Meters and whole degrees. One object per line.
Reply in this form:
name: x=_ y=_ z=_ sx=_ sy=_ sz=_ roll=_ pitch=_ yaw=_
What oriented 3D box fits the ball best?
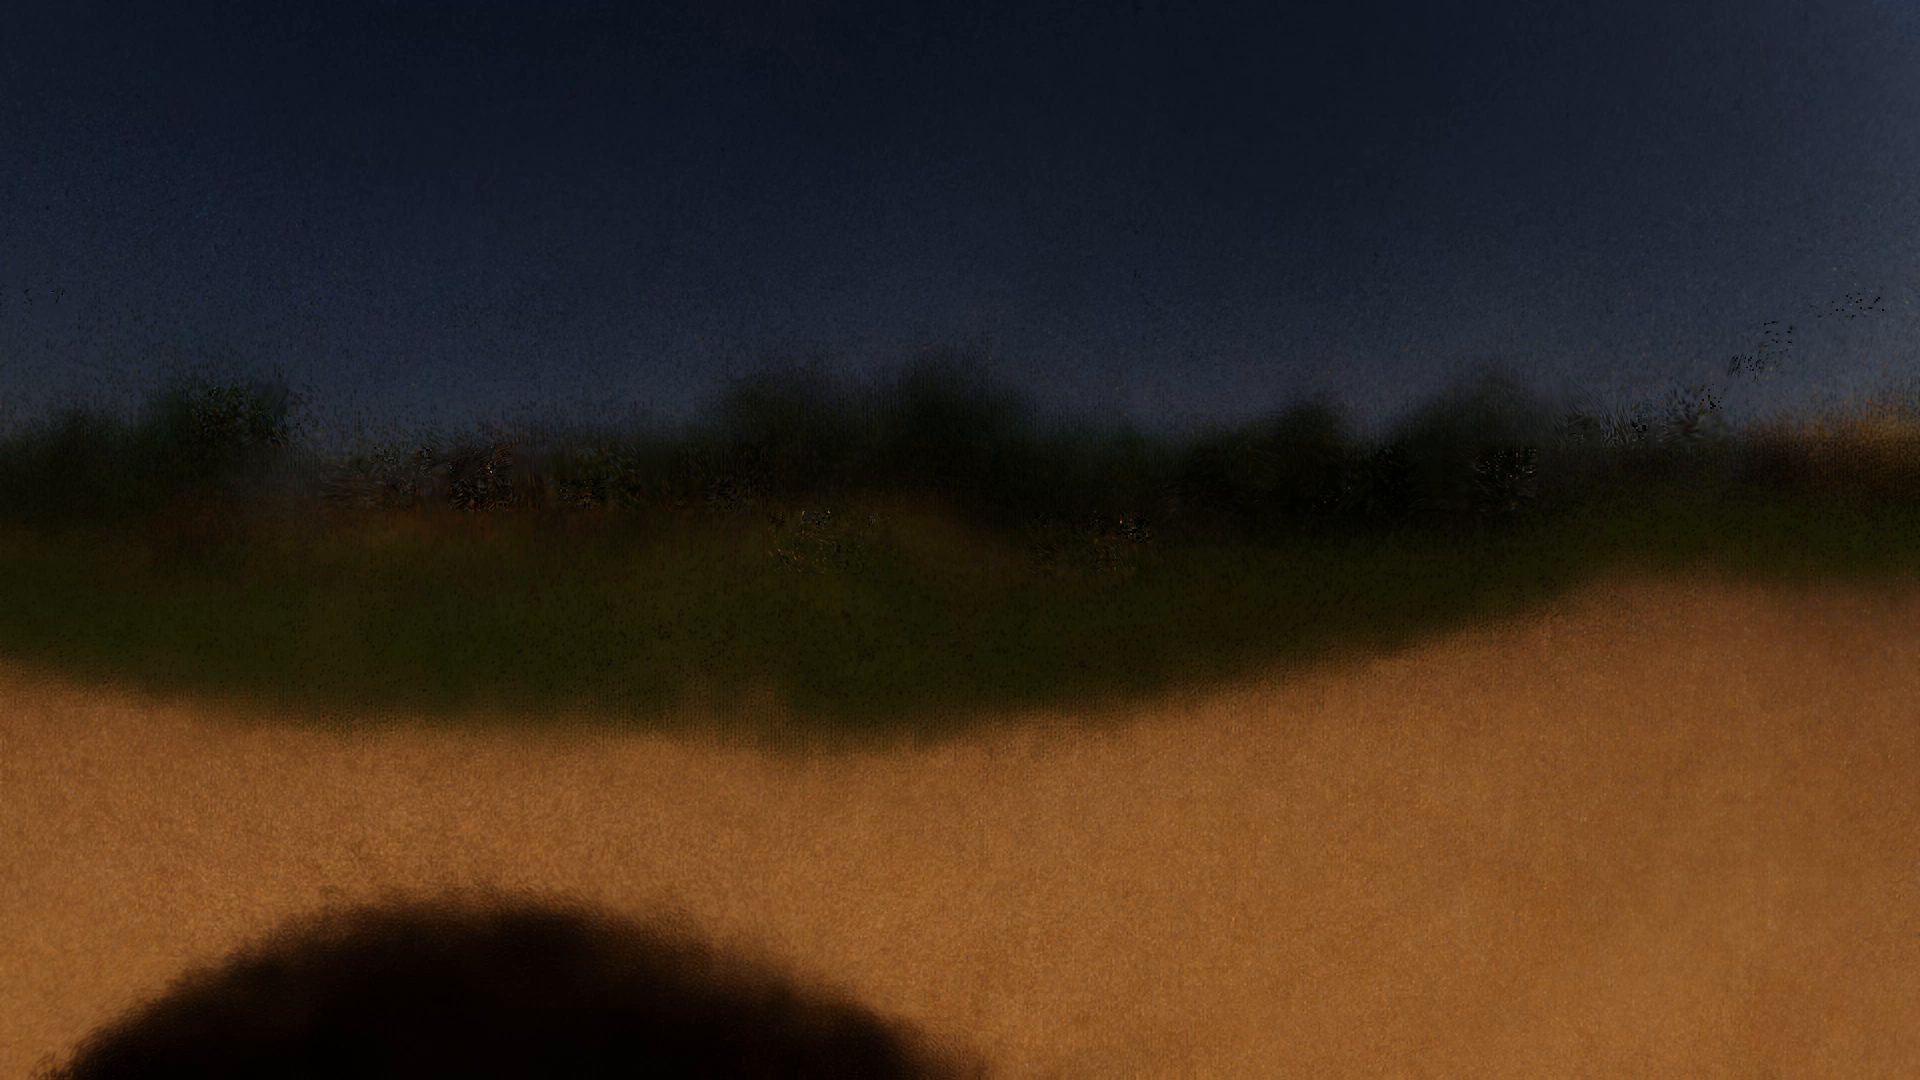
ball: x=0.000 y=-0.002 z=0.056 sx=0.080 sy=0.080 sz=0.080 roll=0 pitch=4 yaw=0
